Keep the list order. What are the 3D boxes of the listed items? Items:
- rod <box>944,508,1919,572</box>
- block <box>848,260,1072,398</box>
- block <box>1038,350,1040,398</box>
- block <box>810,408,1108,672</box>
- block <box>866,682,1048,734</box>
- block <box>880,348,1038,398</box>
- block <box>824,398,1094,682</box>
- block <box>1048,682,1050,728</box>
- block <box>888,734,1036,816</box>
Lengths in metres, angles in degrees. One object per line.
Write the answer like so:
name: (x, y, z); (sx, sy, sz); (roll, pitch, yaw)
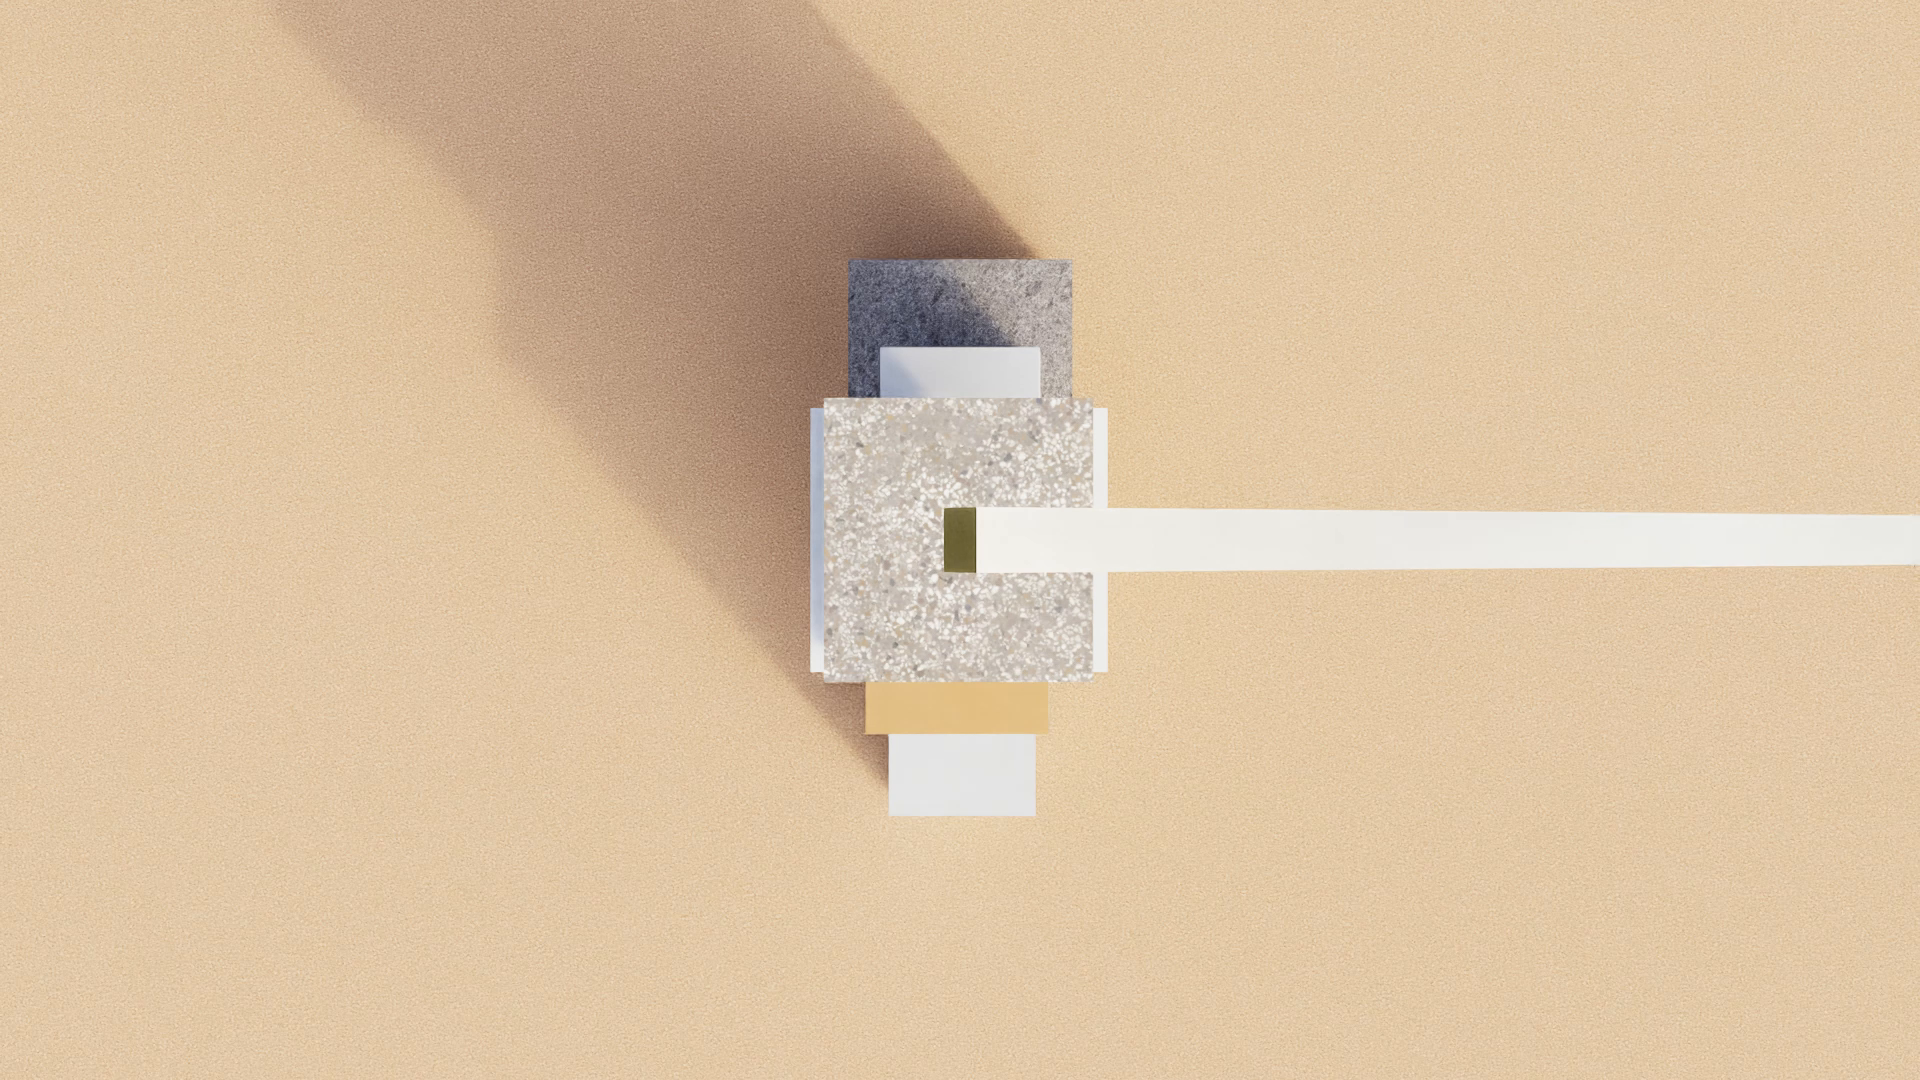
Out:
rod: (2.234, 0.000, 4.031); (5.200, 0.080, 0.080); (0, 90, -31)
block: (0.002, -0.926, 12.453); (1.214, 1.094, 1.189); (0, 90, 0)
block: (0.003, -0.501, 11.459); (0.801, 0.863, 0.882); (0, 89, 0)
block: (-0.003, 0.000, 7.062); (0.890, 0.941, 0.790); (0, 90, 0)
block: (-0.014, 0.413, 10.457); (0.828, 0.958, 0.934); (0, 90, 0)
block: (-0.002, -0.495, 10.695); (0.747, 0.666, 0.817); (0, 89, 0)
block: (-0.004, 0.000, 6.213); (0.715, 0.758, 0.754); (0, 90, 0)
block: (-0.008, 0.446, 11.412); (0.907, 0.951, 0.976); (0, 90, 0)
block: (0.012, 1.143, 12.558); (0.807, 0.884, 0.756); (0, 90, 0)
